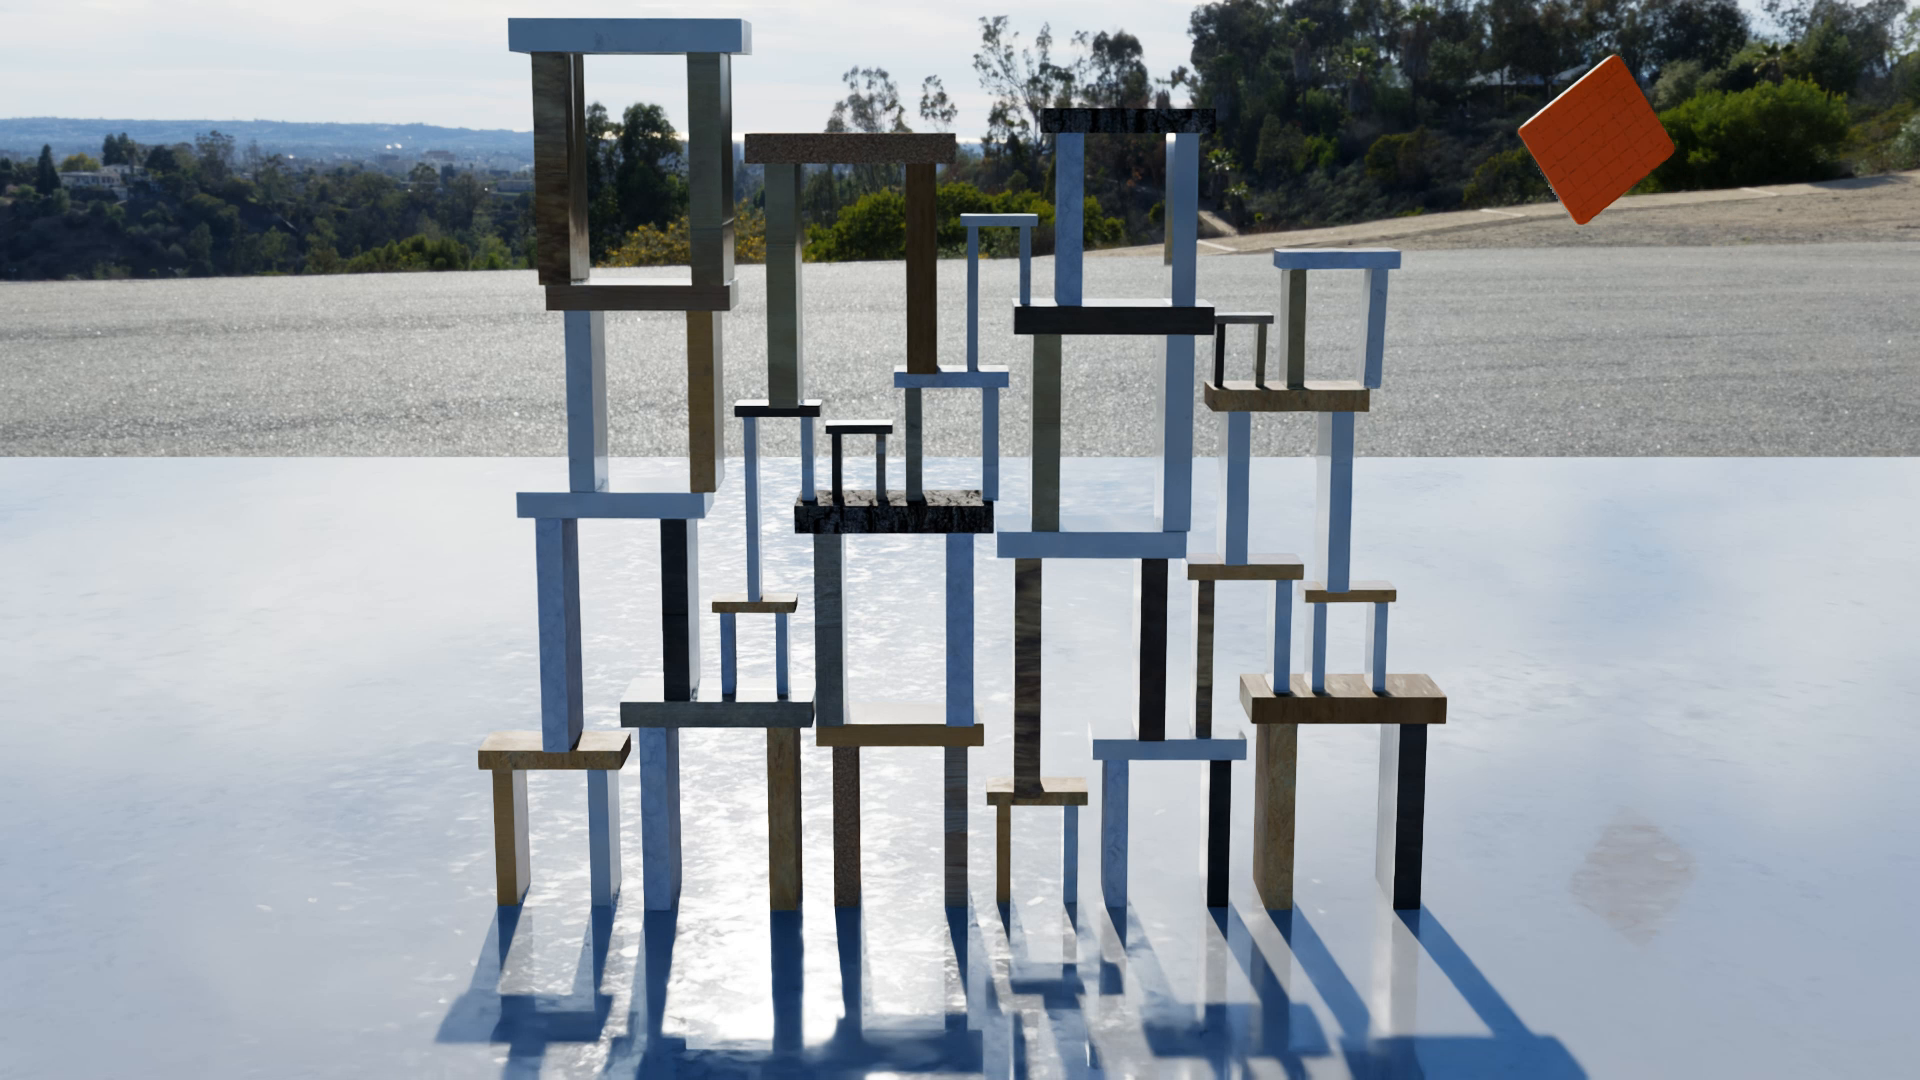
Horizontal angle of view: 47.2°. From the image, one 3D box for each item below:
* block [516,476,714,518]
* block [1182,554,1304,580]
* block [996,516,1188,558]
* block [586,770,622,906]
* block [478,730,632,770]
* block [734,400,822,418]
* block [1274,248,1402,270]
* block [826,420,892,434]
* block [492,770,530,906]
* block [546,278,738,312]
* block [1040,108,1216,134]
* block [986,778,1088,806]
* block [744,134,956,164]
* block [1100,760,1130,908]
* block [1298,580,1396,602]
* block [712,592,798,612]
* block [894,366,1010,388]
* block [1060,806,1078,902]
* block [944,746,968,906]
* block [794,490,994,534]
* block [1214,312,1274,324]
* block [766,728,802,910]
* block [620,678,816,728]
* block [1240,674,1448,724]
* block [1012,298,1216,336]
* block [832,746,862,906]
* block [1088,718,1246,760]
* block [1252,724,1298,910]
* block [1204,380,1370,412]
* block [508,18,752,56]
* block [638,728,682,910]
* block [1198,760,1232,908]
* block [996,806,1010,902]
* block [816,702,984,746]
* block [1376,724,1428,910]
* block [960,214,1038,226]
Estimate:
[{"bbox_3d":[-0.553,-0.069,3.550,0.297,0.042,0.148,0,11,0],"label":"block"},{"bbox_3d":[0.457,0.043,3.564,0.186,0.026,0.093,0,11,0],"label":"block"},{"bbox_3d":[0.209,-0.006,3.556,0.301,0.043,0.150,0,11,0],"label":"block"},{"bbox_3d":[-0.589,0.476,3.648,0.033,0.231,0.116,0,10,0],"label":"block"},{"bbox_3d":[-0.666,0.346,3.624,0.231,0.033,0.116,0,11,0],"label":"block"},{"bbox_3d":[-0.290,-0.211,3.518,0.135,0.019,0.067,0,11,0],"label":"block"},{"bbox_3d":[0.594,-0.444,3.471,0.187,0.027,0.094,0,11,1],"label":"block"},{"bbox_3d":[-0.162,-0.181,3.528,0.106,0.015,0.053,0,11,-2],"label":"block"},{"bbox_3d":[-0.743,0.476,3.648,0.033,0.231,0.116,0,11,0],"label":"block"},{"bbox_3d":[-0.501,-0.390,3.486,0.286,0.041,0.143,0,11,0],"label":"block"},{"bbox_3d":[0.260,-0.655,3.437,0.265,0.037,0.132,0,11,0],"label":"block"},{"bbox_3d":[0.127,0.416,3.637,0.166,0.023,0.083,0,11,0],"label":"block"},{"bbox_3d":[-0.169,-0.615,3.448,0.324,0.046,0.162,0,11,0],"label":"block"},{"bbox_3d":[0.256,0.468,3.644,0.035,0.249,0.125,0,11,0],"label":"block"},{"bbox_3d":[0.628,0.083,3.573,0.148,0.021,0.074,0,11,-1],"label":"block"},{"bbox_3d":[-0.334,0.102,3.583,0.134,0.019,0.067,0,10,0],"label":"block"},{"bbox_3d":[-0.014,-0.262,3.518,0.182,0.026,0.091,0,11,0],"label":"block"},{"bbox_3d":[0.182,0.508,3.655,0.023,0.166,0.083,0,11,0],"label":"block"},{"bbox_3d":[-0.007,0.456,3.648,0.039,0.272,0.136,0,11,0],"label":"block"},{"bbox_3d":[-0.104,-0.046,3.548,0.315,0.045,0.157,0,11,0],"label":"block"},{"bbox_3d":[0.446,-0.352,3.495,0.099,0.014,0.049,0,11,0],"label":"block"},{"bbox_3d":[-0.289,0.439,3.638,0.044,0.308,0.154,0,11,0],"label":"block"},{"bbox_3d":[-0.392,0.266,3.606,0.308,0.044,0.154,0,11,0],"label":"block"},{"bbox_3d":[0.625,0.260,3.610,0.313,0.044,0.157,0,11,0],"label":"block"},{"bbox_3d":[0.240,-0.356,3.496,0.311,0.044,0.156,0,11,0],"label":"block"},{"bbox_3d":[-0.188,0.456,3.649,0.039,0.272,0.136,0,11,0],"label":"block"},{"bbox_3d":[0.339,0.328,3.618,0.249,0.035,0.125,0,11,0],"label":"block"},{"bbox_3d":[0.521,0.436,3.642,0.044,0.313,0.157,0,11,0],"label":"block"},{"bbox_3d":[0.521,-0.230,3.517,0.247,0.035,0.123,0,11,0],"label":"block"},{"bbox_3d":[-0.507,-0.781,3.413,0.353,0.050,0.176,0,11,0],"label":"block"},{"bbox_3d":[-0.494,0.439,3.638,0.044,0.308,0.154,0,11,0],"label":"block"},{"bbox_3d":[0.422,0.468,3.644,0.035,0.249,0.125,0,11,0],"label":"block"},{"bbox_3d":[0.071,0.508,3.655,0.023,0.166,0.083,0,11,0],"label":"block"},{"bbox_3d":[-0.097,0.303,3.621,0.272,0.039,0.136,0,11,0],"label":"block"},{"bbox_3d":[0.730,0.436,3.642,0.044,0.313,0.157,0,11,0],"label":"block"},{"bbox_3d":[0.062,-0.503,3.462,0.121,0.017,0.060,0,11,1],"label":"block"}]
